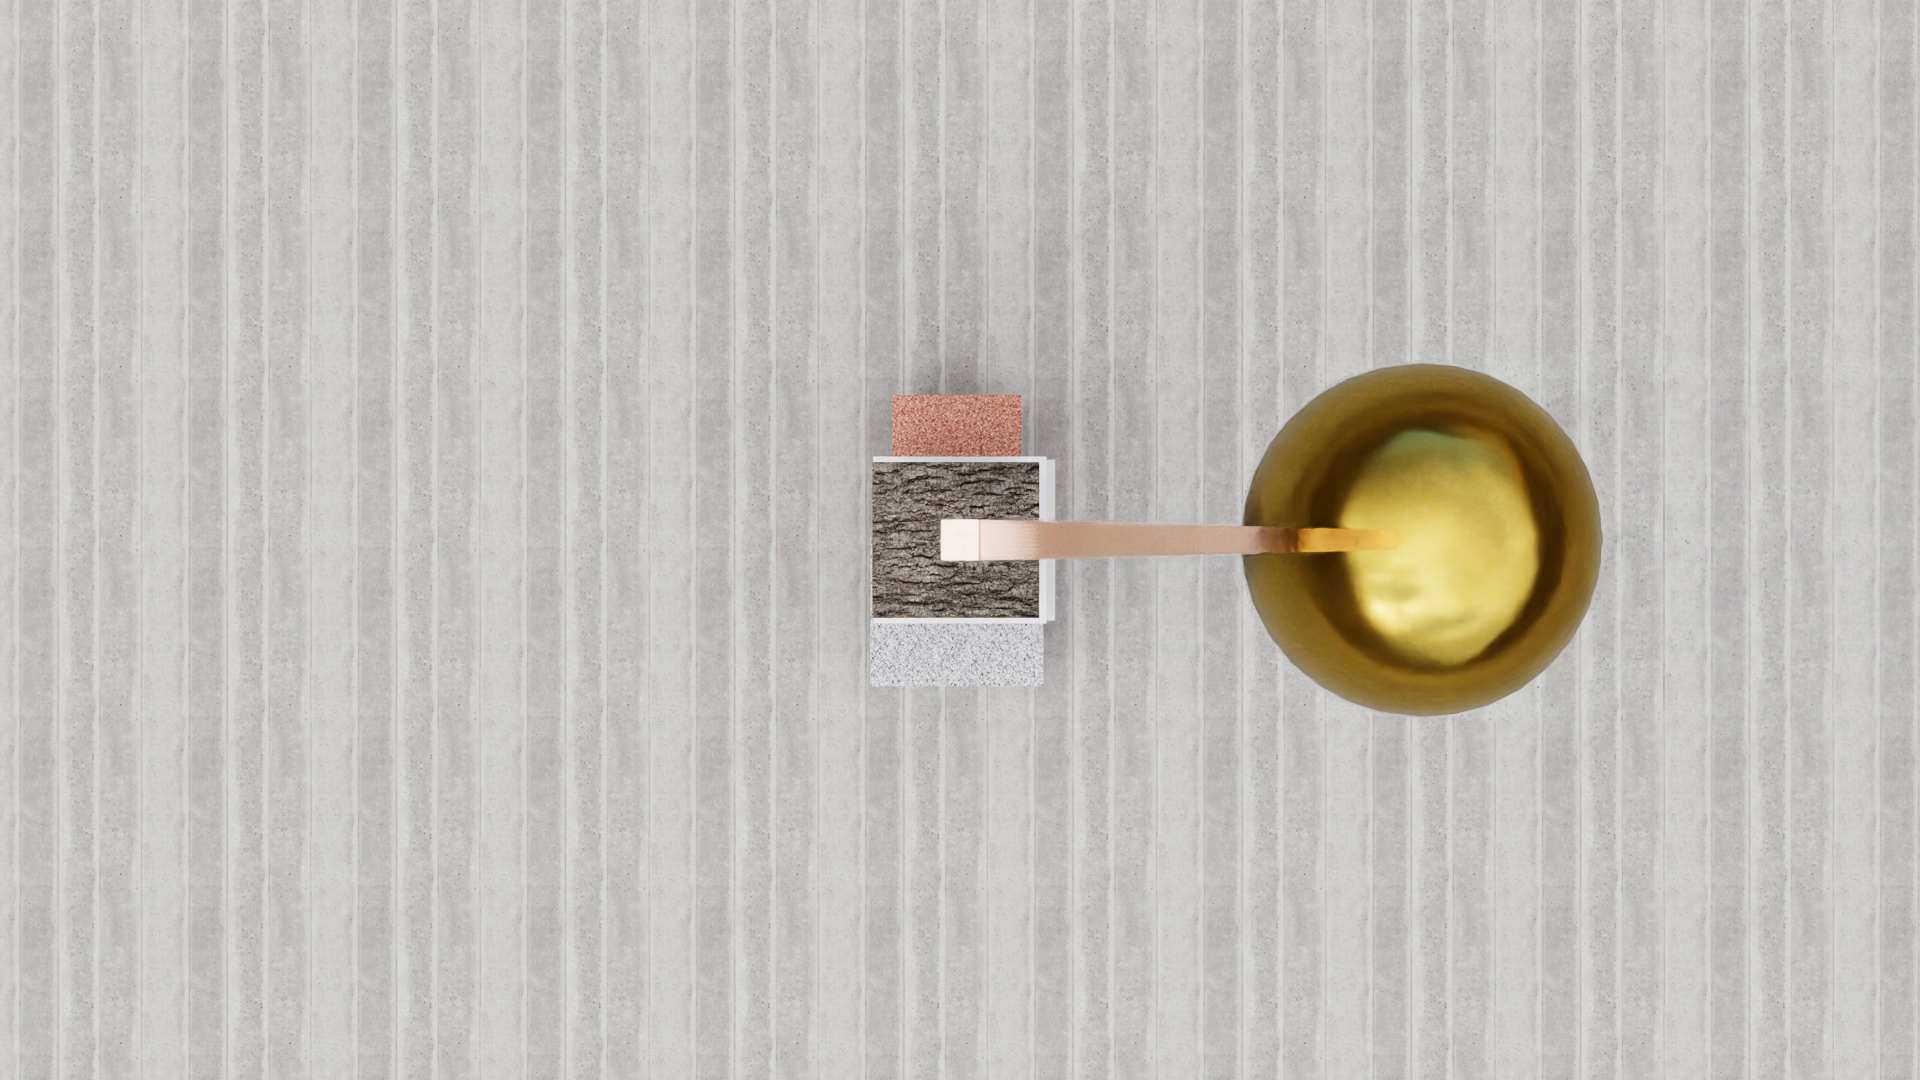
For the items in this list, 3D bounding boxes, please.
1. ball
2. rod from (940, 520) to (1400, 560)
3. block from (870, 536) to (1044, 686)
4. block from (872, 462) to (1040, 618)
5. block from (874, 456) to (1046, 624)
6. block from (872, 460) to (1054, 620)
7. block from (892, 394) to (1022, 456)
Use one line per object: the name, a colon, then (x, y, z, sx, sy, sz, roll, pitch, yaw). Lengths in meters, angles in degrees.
ball: (2.074, 0.000, 9.941, 1.600, 1.600, 1.600, 0, 90, 0)
rod: (0.899, 0.000, 6.751, 0.080, 5.200, 0.080, 0, 90, 20)
block: (-0.017, 0.390, 12.521, 0.948, 0.958, 0.822, 0, 90, 0)
block: (-0.016, 0.000, 8.820, 0.647, 0.603, 0.604, 0, 90, 0)
block: (-0.001, 0.000, 10.067, 0.761, 0.782, 0.734, 0, 90, 0)
block: (0.018, 0.000, 10.806, 0.867, 0.696, 0.764, 0, 90, 0)
block: (-0.018, -0.416, 12.565, 0.710, 0.869, 0.770, 0, 90, 0)
